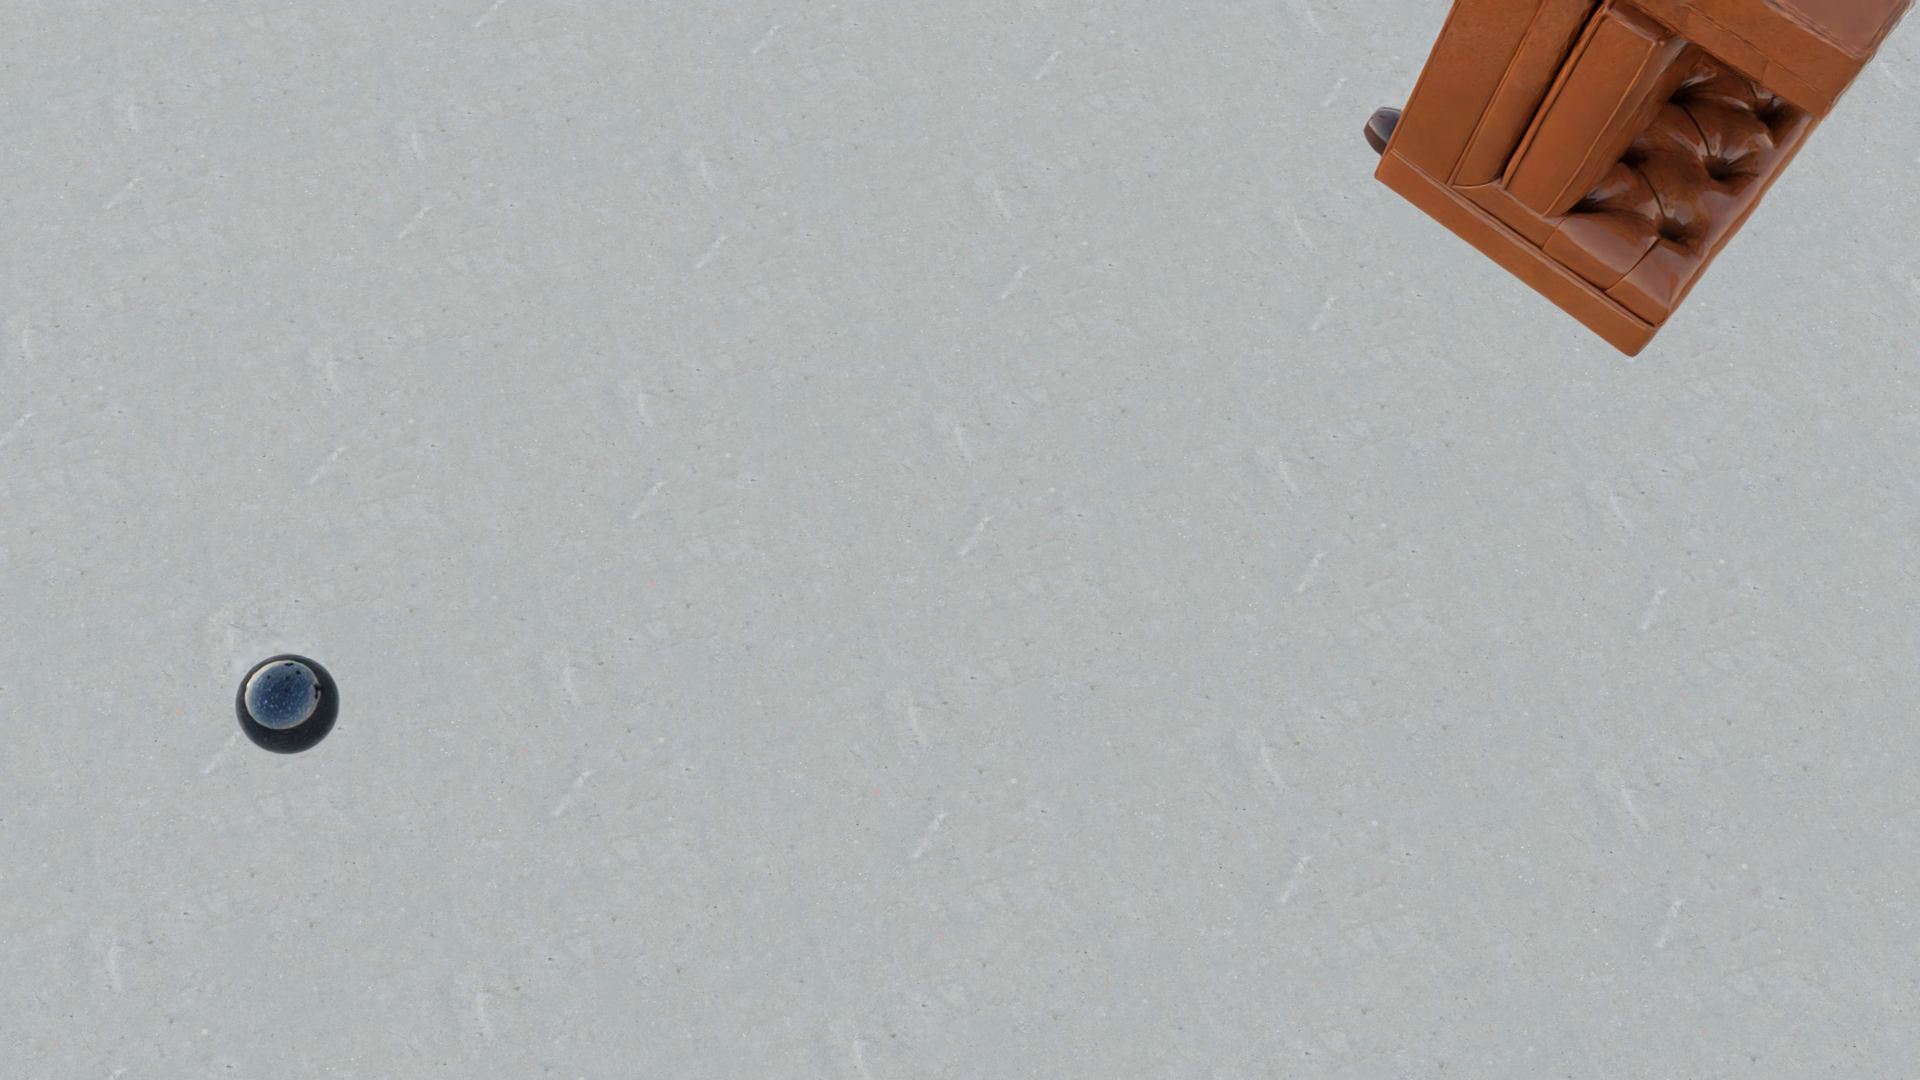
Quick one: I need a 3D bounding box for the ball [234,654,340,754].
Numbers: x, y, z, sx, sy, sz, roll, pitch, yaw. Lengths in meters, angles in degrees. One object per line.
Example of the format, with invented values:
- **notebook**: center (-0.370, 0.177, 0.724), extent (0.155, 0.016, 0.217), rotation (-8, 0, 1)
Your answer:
- **ball**: center (-1.233, 0.301, 4.034), extent (0.185, 0.185, 0.185), rotation (0, 56, 0)
